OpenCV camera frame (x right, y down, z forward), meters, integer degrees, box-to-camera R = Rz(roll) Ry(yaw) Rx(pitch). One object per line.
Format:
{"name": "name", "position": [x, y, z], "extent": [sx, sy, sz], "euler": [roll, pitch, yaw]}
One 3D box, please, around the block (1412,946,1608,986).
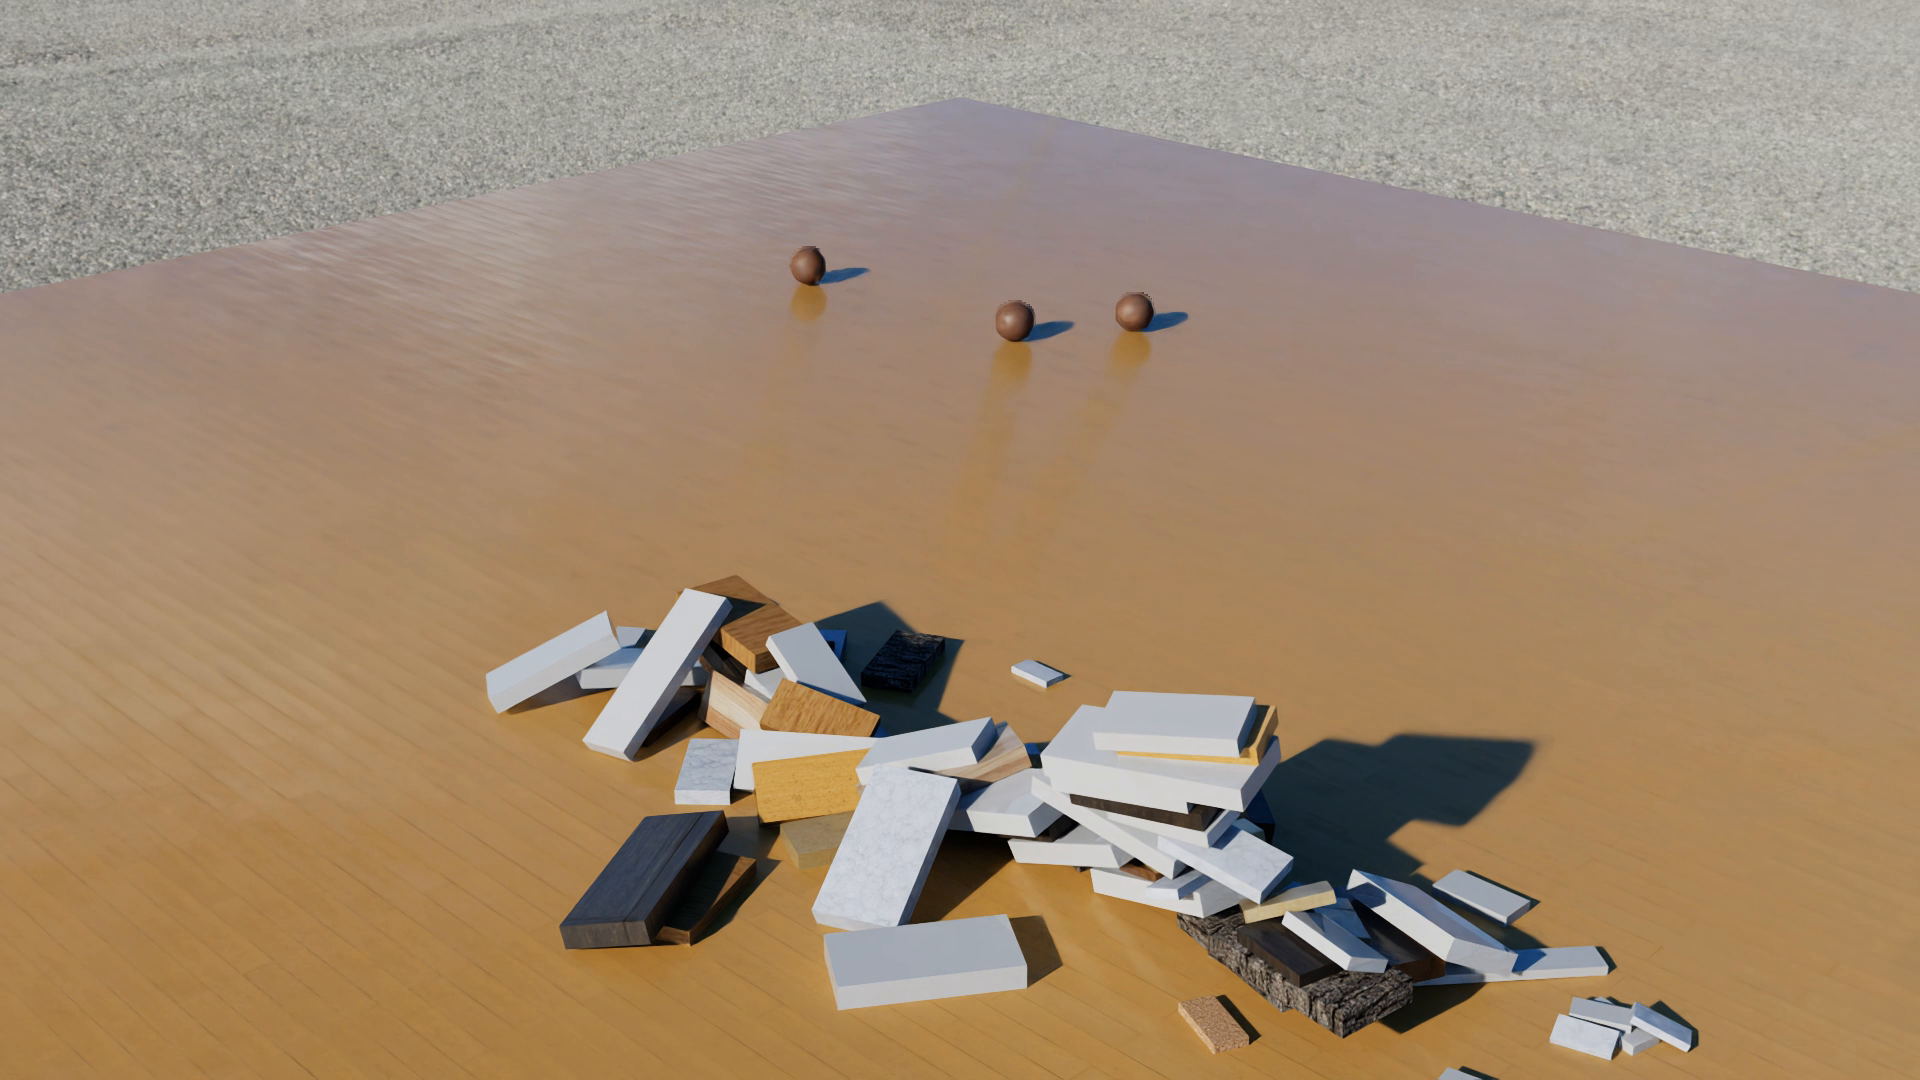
{"name": "block", "position": [0.856, 0.764, 3.917], "extent": [0.598, 0.019, 0.066], "euler": [-2, 23, -7]}

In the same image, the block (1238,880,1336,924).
{"name": "block", "position": [0.573, 0.634, 3.856], "extent": [0.161, 0.023, 0.081], "euler": [-13, 3, 2]}

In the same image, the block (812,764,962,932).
{"name": "block", "position": [-0.135, 0.584, 4.135], "extent": [0.169, 0.048, 0.337], "euler": [9, 51, 20]}

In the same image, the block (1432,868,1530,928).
{"name": "block", "position": [0.981, 0.674, 4.143], "extent": [0.081, 0.023, 0.161], "euler": [-21, 31, -41]}

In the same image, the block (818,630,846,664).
{"name": "block", "position": [-0.334, 0.273, 5.074], "extent": [0.120, 0.034, 0.239], "euler": [1, 23, 3]}

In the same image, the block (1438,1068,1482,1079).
{"name": "block", "position": [0.855, 0.917, 3.568], "extent": [0.175, 0.025, 0.087], "euler": [15, 27, 31]}

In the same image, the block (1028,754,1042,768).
{"name": "block", "position": [0.118, 0.456, 4.472], "extent": [0.135, 0.038, 0.272], "euler": [4, -4, -34]}

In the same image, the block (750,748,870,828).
{"name": "block", "position": [-0.288, 0.499, 4.434], "extent": [0.250, 0.125, 0.035], "euler": [-6, -20, -12]}

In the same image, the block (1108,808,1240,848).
{"name": "block", "position": [0.383, 0.486, 3.953], "extent": [0.215, 0.030, 0.108], "euler": [12, 36, 37]}

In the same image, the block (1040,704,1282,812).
{"name": "block", "position": [0.355, 0.384, 3.905], "extent": [0.392, 0.047, 0.164], "euler": [7, 34, 32]}

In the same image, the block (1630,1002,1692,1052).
{"name": "block", "position": [1.193, 0.828, 3.742], "extent": [0.103, 0.015, 0.052], "euler": [27, 25, 10]}

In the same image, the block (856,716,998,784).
{"name": "block", "position": [-0.067, 0.419, 4.374], "extent": [0.259, 0.037, 0.130], "euler": [-13, 17, 25]}

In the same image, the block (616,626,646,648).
{"name": "block", "position": [-0.791, 0.247, 5.153], "extent": [0.069, 0.020, 0.162], "euler": [3, 23, 8]}

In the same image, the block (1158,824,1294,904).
{"name": "block", "position": [0.471, 0.556, 3.912], "extent": [0.215, 0.030, 0.108], "euler": [26, 44, 28]}

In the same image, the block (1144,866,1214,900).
{"name": "block", "position": [0.402, 0.613, 3.956], "extent": [0.070, 0.020, 0.140], "euler": [-4, 10, 41]}

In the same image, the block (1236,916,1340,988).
{"name": "block", "position": [0.560, 0.700, 3.752], "extent": [0.087, 0.025, 0.175], "euler": [-15, 25, -26]}

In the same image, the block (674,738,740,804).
{"name": "block", "position": [-0.522, 0.481, 4.585], "extent": [0.112, 0.032, 0.224], "euler": [1, 23, 2]}

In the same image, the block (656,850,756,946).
{"name": "block", "position": [-0.494, 0.670, 4.141], "extent": [0.112, 0.032, 0.270], "euler": [9, 25, 20]}

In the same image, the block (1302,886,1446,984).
{"name": "block", "position": [0.718, 0.714, 3.960], "extent": [0.153, 0.043, 0.307], "euler": [-7, 18, -23]}

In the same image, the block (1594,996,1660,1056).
{"name": "block", "position": [1.127, 0.833, 3.773], "extent": [0.066, 0.019, 0.132], "euler": [-14, 27, -29]}

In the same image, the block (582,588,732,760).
{"name": "block", "position": [-0.651, 0.287, 4.755], "extent": [0.120, 0.034, 0.421], "euler": [11, 57, 34]}

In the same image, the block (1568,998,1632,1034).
{"name": "block", "position": [1.101, 0.815, 3.773], "extent": [0.104, 0.015, 0.052], "euler": [9, 25, 20]}

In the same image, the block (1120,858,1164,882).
{"name": "block", "position": [0.359, 0.605, 4.083], "extent": [0.070, 0.020, 0.140], "euler": [-14, 8, -24]}

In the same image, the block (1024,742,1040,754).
{"name": "block", "position": [0.112, 0.456, 4.666], "extent": [0.111, 0.016, 0.055], "euler": [-6, 24, -14]}

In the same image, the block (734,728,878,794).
{"name": "block", "position": [-0.307, 0.463, 4.519], "extent": [0.303, 0.125, 0.035], "euler": [3, -18, 7]}

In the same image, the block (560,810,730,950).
{"name": "block", "position": [-0.588, 0.635, 4.141], "extent": [0.169, 0.048, 0.427], "euler": [-7, 19, 17]}

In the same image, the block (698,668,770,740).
{"name": "block", "position": [-0.477, 0.370, 4.741], "extent": [0.032, 0.113, 0.226], "euler": [9, 11, -43]}

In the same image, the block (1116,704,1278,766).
{"name": "block", "position": [0.417, 0.336, 3.880], "extent": [0.259, 0.037, 0.130], "euler": [2, 31, 25]}

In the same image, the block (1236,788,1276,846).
{"name": "block", "position": [0.547, 0.533, 4.303], "extent": [0.043, 0.153, 0.346], "euler": [4, 22, -7]}

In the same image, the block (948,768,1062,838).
{"name": "block", "position": [0.074, 0.502, 4.254], "extent": [0.329, 0.047, 0.164], "euler": [-3, 24, 47]}

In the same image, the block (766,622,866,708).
{"name": "block", "position": [-0.309, 0.285, 4.709], "extent": [0.113, 0.032, 0.226], "euler": [-18, 60, -35]}

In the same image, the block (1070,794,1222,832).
{"name": "block", "position": [0.347, 0.446, 3.966], "extent": [0.271, 0.038, 0.135], "euler": [8, 34, 33]}
